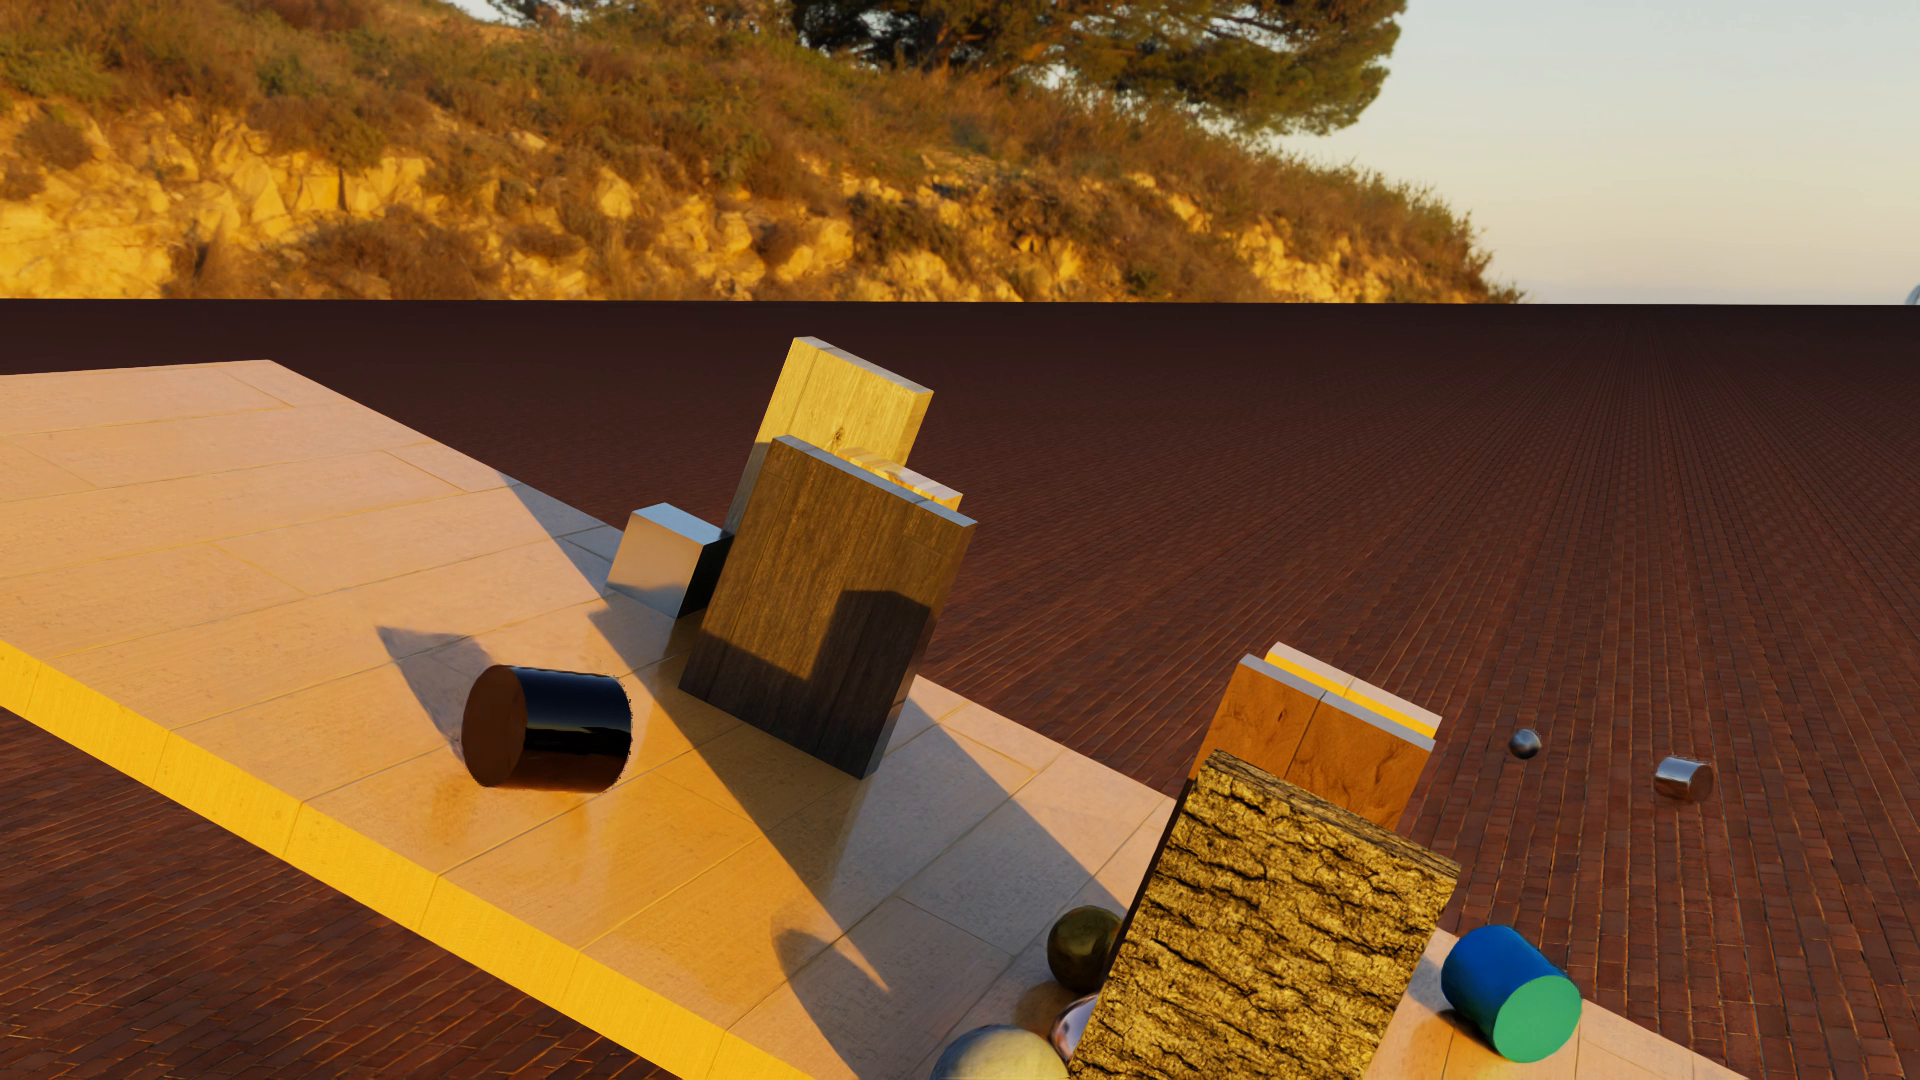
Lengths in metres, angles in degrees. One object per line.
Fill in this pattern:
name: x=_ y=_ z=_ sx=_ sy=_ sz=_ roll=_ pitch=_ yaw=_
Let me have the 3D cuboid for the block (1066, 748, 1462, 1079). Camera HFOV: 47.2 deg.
block: x=0.394 y=0.668 z=3.093 sx=0.372 sy=0.643 sz=0.108 roll=25 pitch=13 yaw=13

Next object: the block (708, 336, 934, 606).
block: x=-0.333 y=-0.097 z=4.986 sx=0.314 sy=0.652 sz=0.114 roll=25 pitch=13 yaw=13

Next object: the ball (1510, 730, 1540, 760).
ball: x=2.163 y=0.782 z=8.415 sx=0.114 sy=0.114 sz=0.114 roll=0 pitch=7 yaw=0

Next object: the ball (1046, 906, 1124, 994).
ball: x=0.223 y=0.704 z=3.772 sx=0.151 sy=0.151 sz=0.151 roll=0 pitch=7 yaw=0

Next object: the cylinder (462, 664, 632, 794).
cylinder: x=-0.695 y=0.319 z=3.697 sx=0.204 sy=0.204 sz=0.204 roll=10 pitch=-1 yaw=-42

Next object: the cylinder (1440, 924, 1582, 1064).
cylinder: x=1.082 y=0.892 z=4.327 sx=0.195 sy=0.195 sz=0.195 roll=-2 pitch=21 yaw=-20

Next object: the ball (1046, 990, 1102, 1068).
ball: x=0.229 y=0.785 z=3.341 sx=0.199 sy=0.199 sz=0.199 roll=0 pitch=7 yaw=0

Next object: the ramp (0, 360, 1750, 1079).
ramp: x=-0.300 y=0.528 z=4.191 sx=4.000 sy=0.100 sz=2.000 roll=25 pitch=13 yaw=13

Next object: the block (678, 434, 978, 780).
block: x=-0.268 y=0.132 z=4.380 sx=0.427 sy=0.554 sz=0.092 roll=25 pitch=13 yaw=13

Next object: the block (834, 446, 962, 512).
block: x=-0.222 y=0.092 z=4.699 sx=0.257 sy=0.519 sz=0.134 roll=25 pitch=13 yaw=13

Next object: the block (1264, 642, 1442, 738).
block: x=0.537 y=0.547 z=3.748 sx=0.301 sy=0.676 sz=0.105 roll=25 pitch=13 yaw=13

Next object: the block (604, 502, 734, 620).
block: x=-0.651 y=0.045 z=4.938 sx=0.182 sy=0.182 sz=0.182 roll=25 pitch=13 yaw=11

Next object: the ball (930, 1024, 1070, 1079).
ball: x=0.056 y=0.779 z=3.069 sx=0.203 sy=0.203 sz=0.203 roll=0 pitch=7 yaw=0

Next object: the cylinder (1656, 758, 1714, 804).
cylinder: x=2.551 y=0.847 z=7.741 sx=0.141 sy=0.141 sz=0.141 roll=-5 pitch=8 yaw=-36

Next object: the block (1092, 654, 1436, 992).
block: x=0.447 y=0.567 z=3.441 sx=0.316 sy=0.709 sz=0.086 roll=25 pitch=13 yaw=13
